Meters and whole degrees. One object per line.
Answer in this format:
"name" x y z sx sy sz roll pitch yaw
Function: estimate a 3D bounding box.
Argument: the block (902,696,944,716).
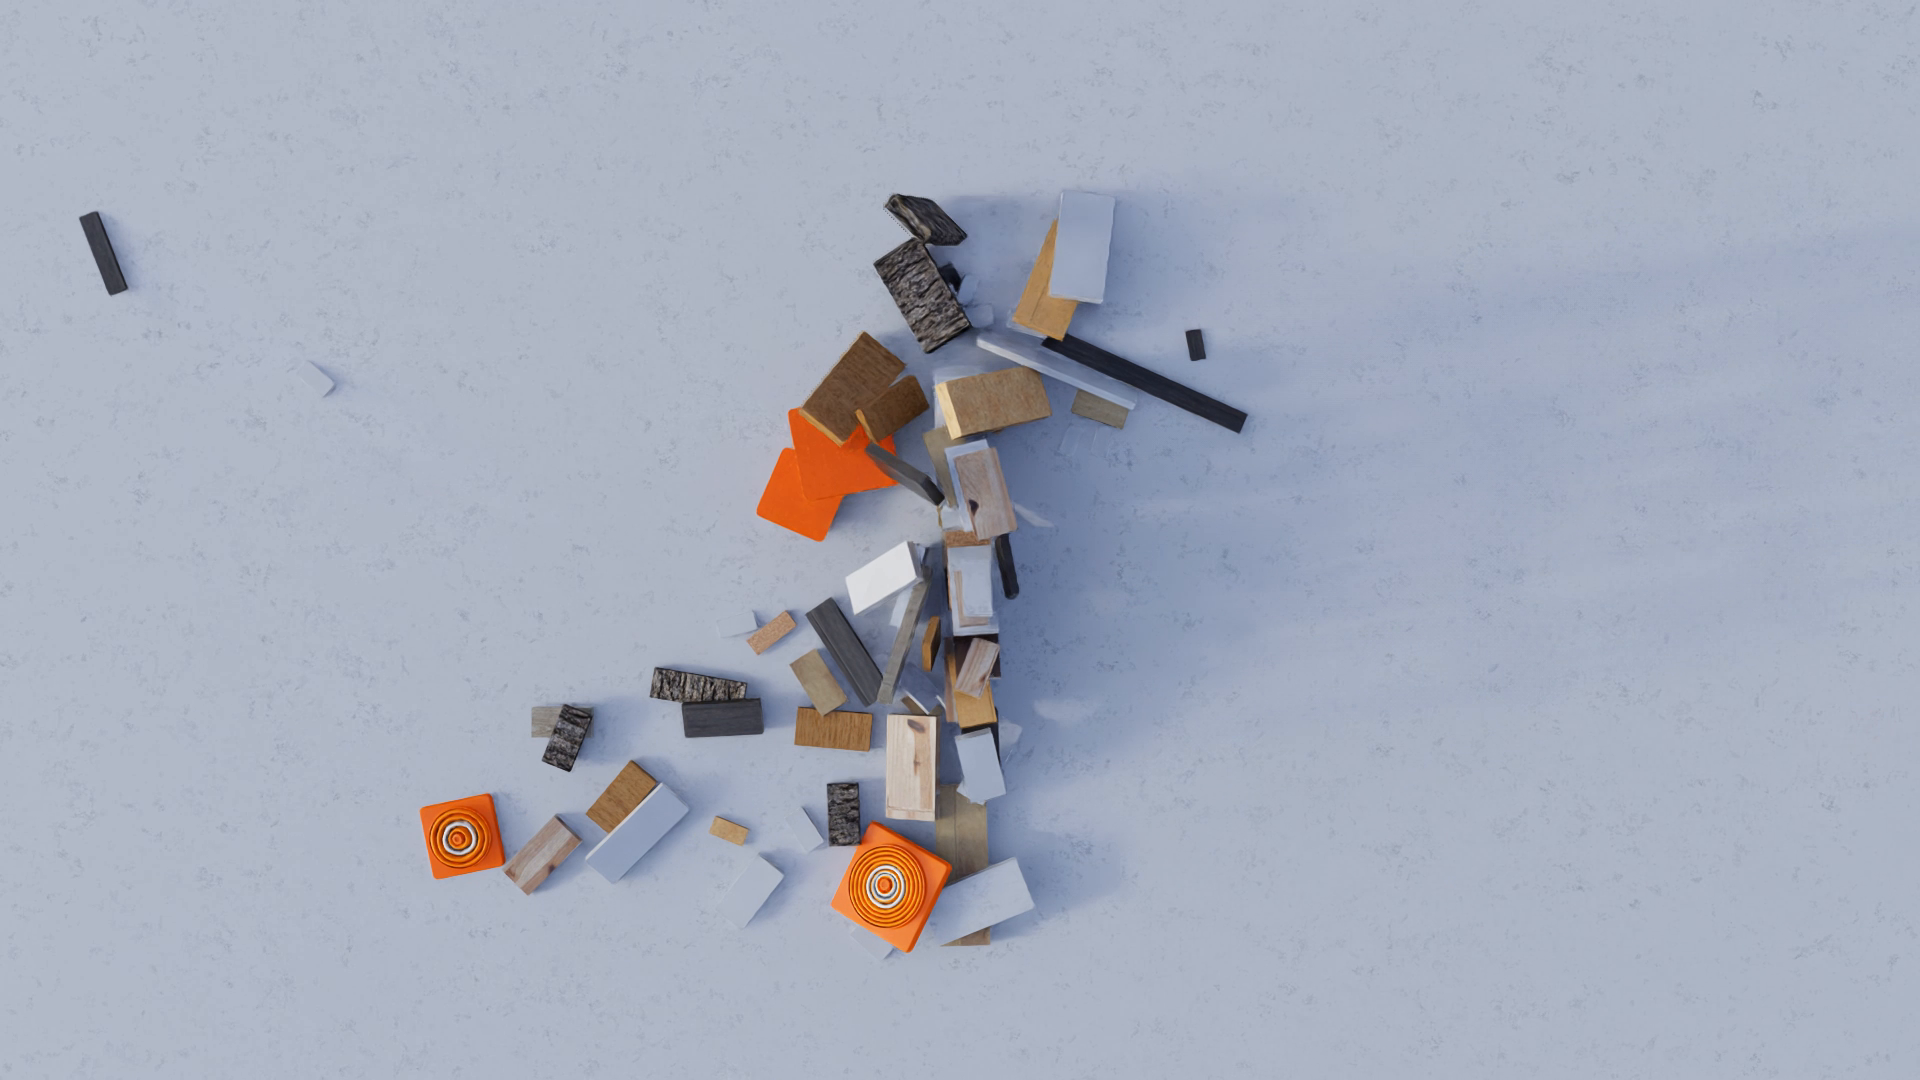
"block" -0.139 0.535 5.488 0.082 0.023 0.165 -41 90 0

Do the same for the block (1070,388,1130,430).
"block" 0.468 -0.440 5.487 0.183 0.026 0.091 19 90 0

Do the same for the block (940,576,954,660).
"block" 0.008 0.256 5.446 0.138 0.039 0.275 -1 75 0

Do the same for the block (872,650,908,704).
"block" -0.242 0.460 5.472 0.082 0.023 0.165 -30 80 2

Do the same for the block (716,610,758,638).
"block" -0.742 0.282 5.491 0.126 0.018 0.063 -16 90 0

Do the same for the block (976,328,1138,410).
"block" 0.323 -0.568 5.455 0.561 0.091 0.026 23 124 0

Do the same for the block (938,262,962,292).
"block" -0.026 -0.867 5.493 0.053 0.015 0.105 -32 90 0

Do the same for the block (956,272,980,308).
"block" 0.022 -0.832 5.476 0.053 0.015 0.105 23 83 -25

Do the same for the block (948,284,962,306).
"block" -0.030 -0.793 5.480 0.053 0.015 0.105 -23 104 0

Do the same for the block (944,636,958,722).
"block" 0.020 0.453 5.371 0.138 0.039 0.275 -2 90 -1

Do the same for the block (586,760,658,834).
"block" -1.125 0.857 5.484 0.115 0.033 0.230 40 90 0

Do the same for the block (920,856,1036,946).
"block" 0.056 1.188 5.427 0.342 0.048 0.171 -22 90 0

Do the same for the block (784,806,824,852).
"block" -0.517 0.963 5.490 0.069 0.020 0.138 -33 90 0

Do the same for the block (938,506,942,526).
"block" 0.008 -0.206 5.405 0.166 0.047 0.331 -2 63 0

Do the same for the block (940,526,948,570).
"block" -0.007 -0.012 5.453 0.109 0.031 0.219 -3 74 -1

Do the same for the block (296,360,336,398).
"block" -2.144 -0.536 5.491 0.121 0.017 0.060 41 90 0

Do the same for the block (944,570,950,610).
"block" 0.006 0.122 5.444 0.109 0.031 0.219 -5 69 -1

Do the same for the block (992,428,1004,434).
"block" 0.129 -0.444 5.429 0.091 0.026 0.183 36 58 -19

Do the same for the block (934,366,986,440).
"block" -0.002 -0.410 5.427 0.166 0.047 0.331 -2 72 0

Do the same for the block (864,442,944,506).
"block" -0.177 -0.210 5.257 0.271 0.135 0.038 32 78 37

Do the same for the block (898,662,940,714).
"block" -0.136 0.488 5.451 0.165 0.023 0.082 45 62 3

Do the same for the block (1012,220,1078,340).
"block" 0.324 -0.858 5.451 0.179 0.051 0.357 22 82 0

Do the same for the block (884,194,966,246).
"block" -0.107 -1.028 5.310 0.174 0.348 0.049 46 109 7

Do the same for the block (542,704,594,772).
"block" -1.300 0.655 5.458 0.100 0.028 0.200 22 91 0

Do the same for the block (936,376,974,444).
"block" -0.015 -0.409 5.325 0.123 0.035 0.247 -1 75 0

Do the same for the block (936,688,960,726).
"block" -0.014 0.548 5.453 0.066 0.019 0.132 -40 95 -31

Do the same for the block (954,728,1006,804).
"block" 0.066 0.732 5.354 0.120 0.034 0.239 -14 114 -3

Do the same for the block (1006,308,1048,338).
"block" 0.229 -0.719 5.469 0.140 0.020 0.070 15 81 2

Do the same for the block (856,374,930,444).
"block" -0.220 -0.428 5.403 0.247 0.035 0.123 -37 112 -31

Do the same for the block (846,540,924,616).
"block" -0.248 0.127 5.389 0.275 0.039 0.138 -31 61 29

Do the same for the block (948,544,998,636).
"block" 0.041 0.160 5.260 0.143 0.041 0.286 -4 68 -1

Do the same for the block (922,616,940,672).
"block" -0.092 0.334 5.291 0.028 0.198 0.099 15 62 8

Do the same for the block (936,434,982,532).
"block" 0.006 -0.200 5.315 0.166 0.047 0.331 -7 76 -1

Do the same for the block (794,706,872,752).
"block" -0.420 0.629 5.482 0.249 0.035 0.125 5 90 0

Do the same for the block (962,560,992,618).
"block" 0.053 0.152 5.200 0.091 0.026 0.182 -3 68 -1

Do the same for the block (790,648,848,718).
"block" -0.468 0.473 5.465 0.103 0.029 0.205 -32 81 -4

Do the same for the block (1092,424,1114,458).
"block" 0.472 -0.328 5.493 0.051 0.014 0.102 14 90 0
